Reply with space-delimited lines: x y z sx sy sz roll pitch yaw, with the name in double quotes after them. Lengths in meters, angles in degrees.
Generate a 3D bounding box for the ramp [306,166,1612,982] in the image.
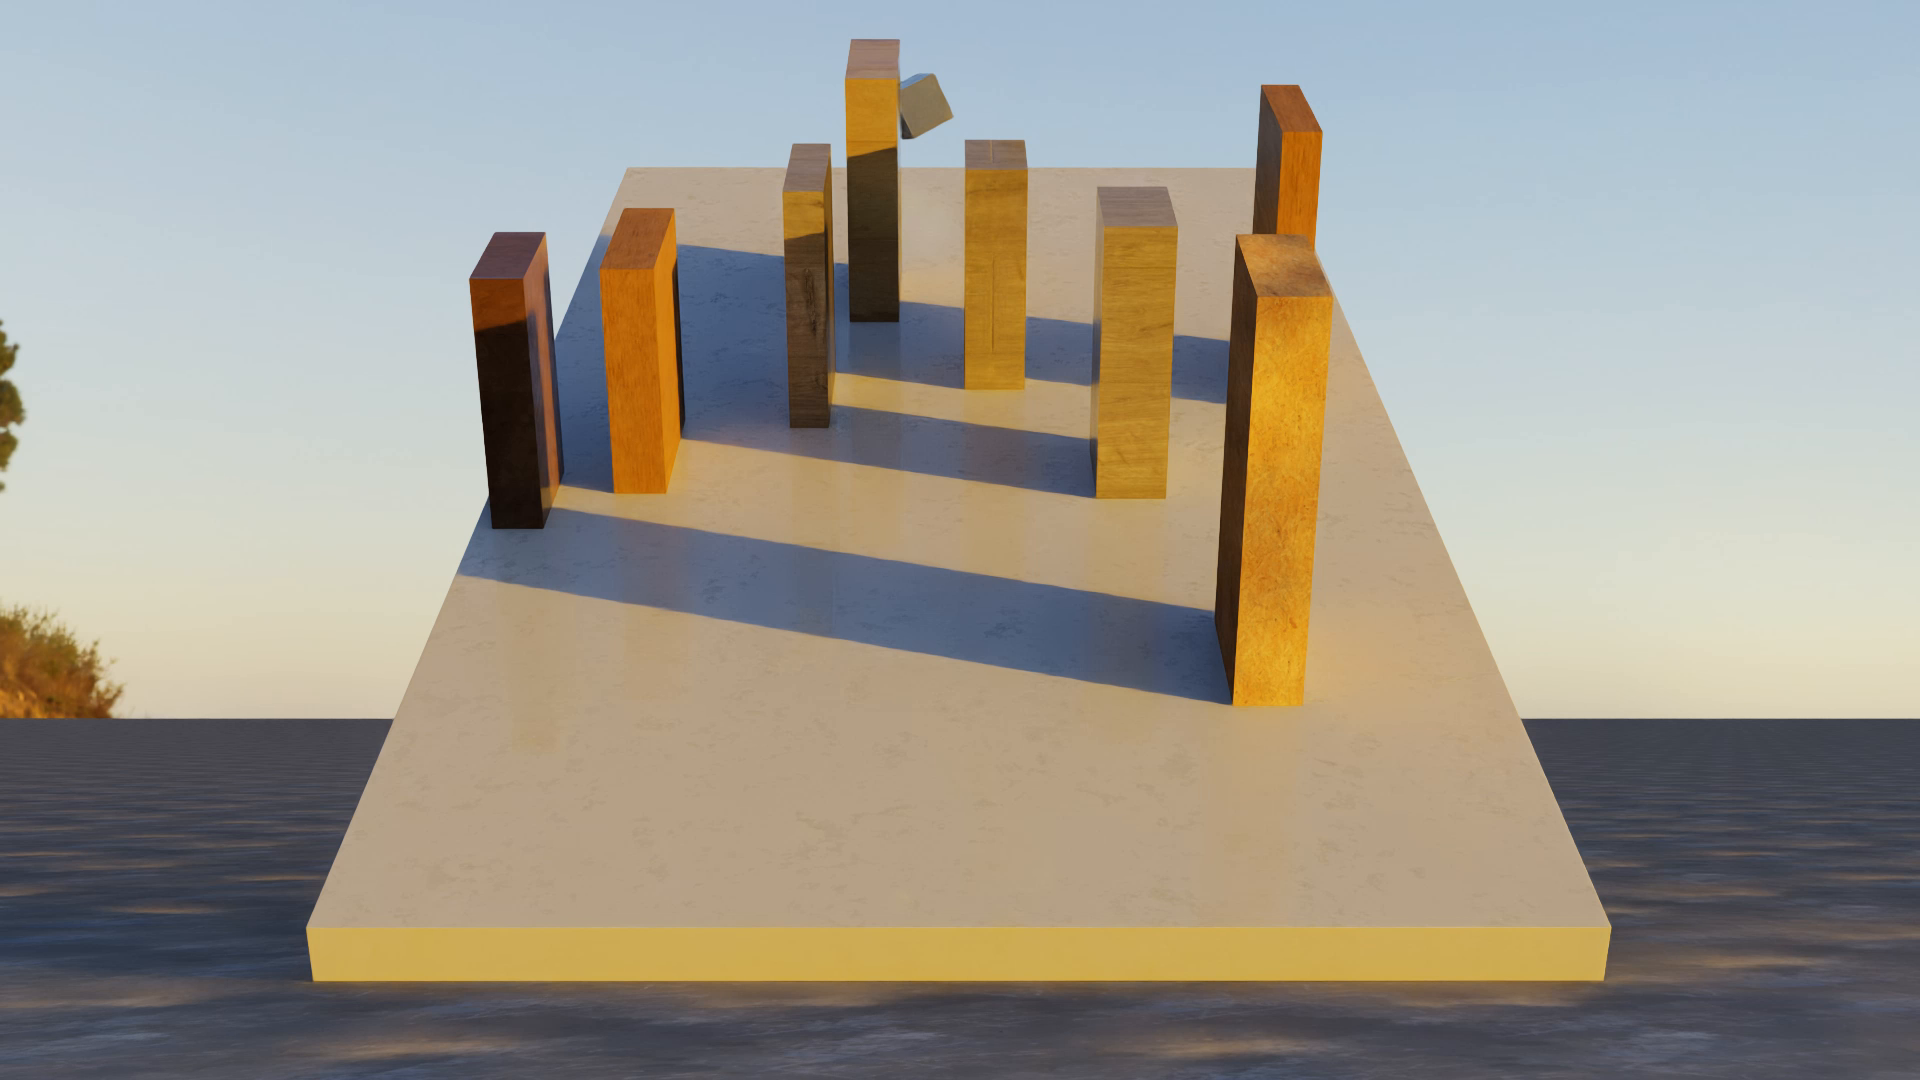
-0.009 -0.229 5.426 2.000 0.100 4.000 0 26 0 "ramp"

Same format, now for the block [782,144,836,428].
-0.344 -0.587 5.409 0.089 0.559 0.371 0 26 0 "block"

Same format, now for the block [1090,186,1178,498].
0.365 -0.419 5.010 0.149 0.606 0.270 0 26 0 "block"

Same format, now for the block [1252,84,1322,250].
0.754 -0.689 5.508 0.088 0.661 0.403 0 26 0 "block"

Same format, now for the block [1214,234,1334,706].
0.552 -0.123 4.199 0.125 0.776 0.327 0 26 0 "block"

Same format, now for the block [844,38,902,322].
-0.218 -0.924 6.029 0.126 0.628 0.400 0 26 0 "block"

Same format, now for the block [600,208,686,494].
-0.685 -0.416 5.113 0.111 0.505 0.409 0 26 0 "block"

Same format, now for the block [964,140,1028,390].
0.082 -0.652 5.569 0.142 0.538 0.244 0 26 0 "block"

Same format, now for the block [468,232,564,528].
-0.917 -0.333 4.892 0.107 0.547 0.294 0 26 0 "block"

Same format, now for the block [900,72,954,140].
-0.138 -1.335 7.240 0.148 0.148 0.148 -31 19 -15 "block"
